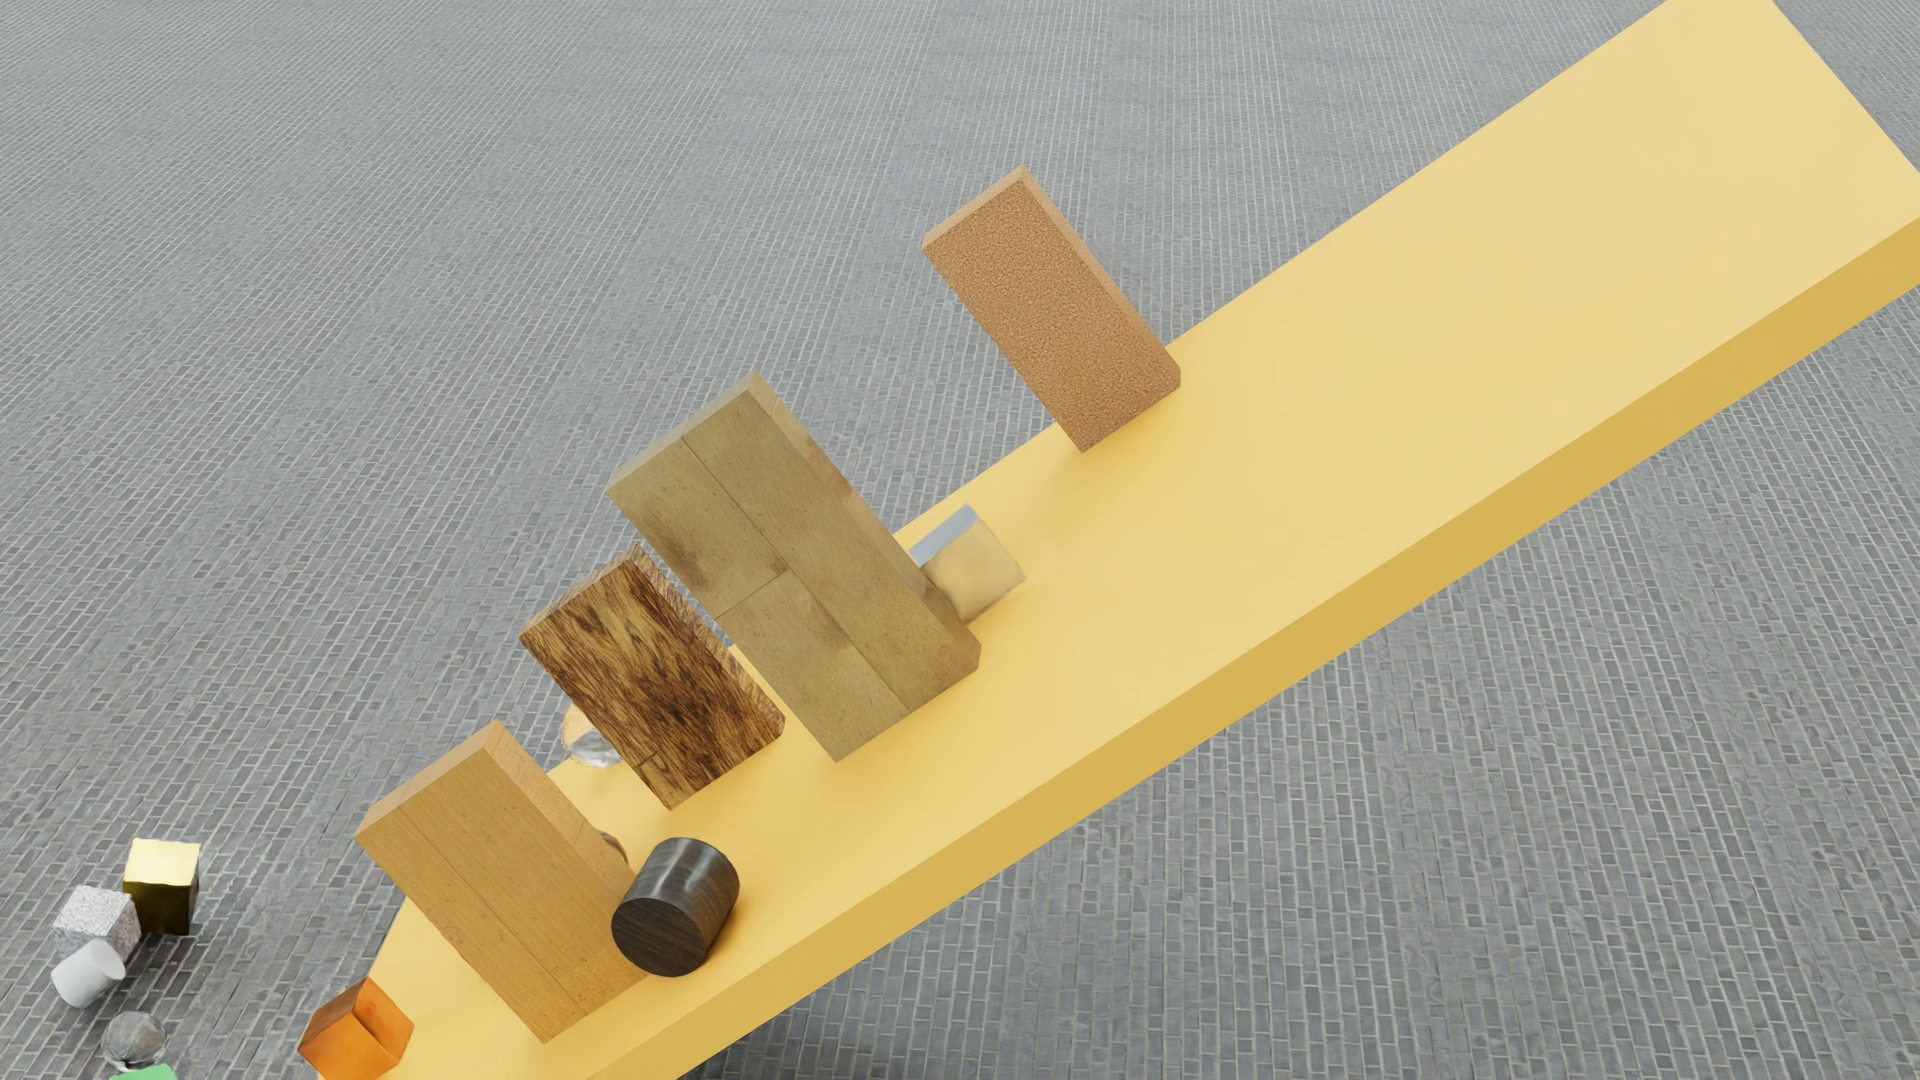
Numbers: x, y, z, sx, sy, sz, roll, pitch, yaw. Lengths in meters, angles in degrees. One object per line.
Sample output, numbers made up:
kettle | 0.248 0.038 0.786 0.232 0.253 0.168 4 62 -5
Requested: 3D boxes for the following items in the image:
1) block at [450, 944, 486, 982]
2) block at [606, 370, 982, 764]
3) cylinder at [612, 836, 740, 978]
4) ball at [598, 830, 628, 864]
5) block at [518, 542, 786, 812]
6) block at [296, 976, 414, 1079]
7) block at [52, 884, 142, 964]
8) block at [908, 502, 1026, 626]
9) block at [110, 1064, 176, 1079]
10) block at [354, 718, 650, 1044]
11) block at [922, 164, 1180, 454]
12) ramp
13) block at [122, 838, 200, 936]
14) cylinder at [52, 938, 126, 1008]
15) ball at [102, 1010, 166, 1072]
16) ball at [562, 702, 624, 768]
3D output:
block | -1.075 0.877 6.645 0.148 0.148 0.148 -41 16 -8
block | -0.339 0.061 6.104 0.377 0.762 0.121 -34 16 17
cylinder | -0.561 0.724 5.811 0.196 0.196 0.196 7 33 15
ball | -0.811 0.717 6.454 0.166 0.166 0.166 0 23 0
block | -0.692 0.312 6.630 0.331 0.535 0.089 -34 16 17
block | -1.350 1.113 6.581 0.162 0.162 0.162 -35 16 15
block | -2.156 0.975 7.351 0.145 0.145 0.145 9 41 11
block | 0.015 0.053 6.429 0.171 0.171 0.171 -39 15 1
block | -1.856 1.293 6.721 0.131 0.131 0.131 -11 13 -24
block | -0.884 0.690 5.916 0.345 0.584 0.127 -34 16 17
block | 0.214 -0.530 6.781 0.282 0.614 0.126 -34 16 17
ramp | 0.128 0.179 6.323 4.000 0.100 2.000 -34 16 17
block | -2.050 0.890 7.549 0.167 0.167 0.167 7 33 -8
cylinder | -2.123 1.056 7.166 0.122 0.122 0.122 -37 22 8
ball | -1.959 1.190 6.974 0.149 0.149 0.149 0 23 0
ball | -0.889 0.466 7.285 0.194 0.194 0.194 0 23 0
